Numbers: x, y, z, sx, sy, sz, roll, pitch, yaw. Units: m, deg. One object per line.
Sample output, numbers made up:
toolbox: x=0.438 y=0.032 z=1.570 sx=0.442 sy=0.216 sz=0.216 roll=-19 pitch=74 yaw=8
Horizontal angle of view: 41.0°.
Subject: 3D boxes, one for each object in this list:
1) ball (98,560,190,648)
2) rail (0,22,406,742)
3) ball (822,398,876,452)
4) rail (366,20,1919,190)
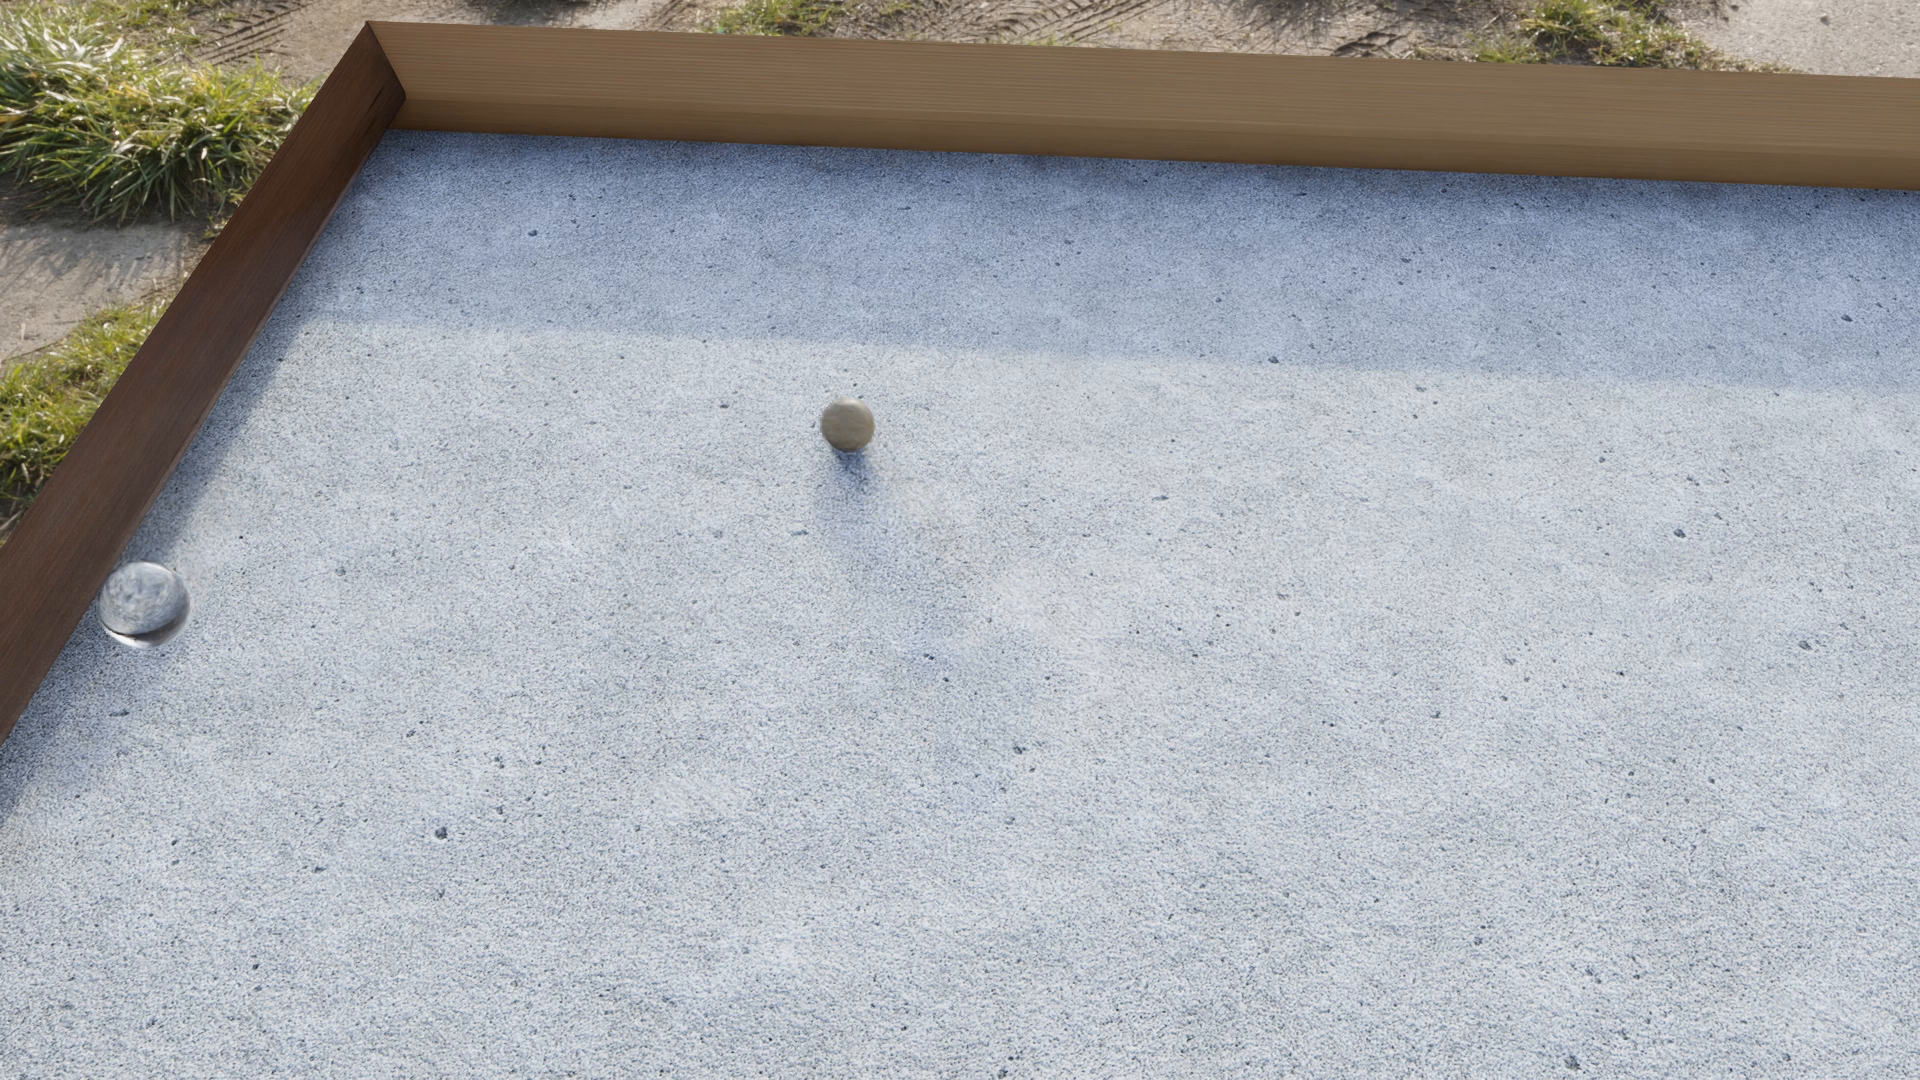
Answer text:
ball: x=-0.602 y=0.047 z=1.894 sx=0.066 sy=0.066 sz=0.066 roll=0 pitch=35 yaw=0
rail: x=-0.635 y=-0.059 z=2.001 sx=0.045 sy=0.117 sz=1.450 roll=3 pitch=35 yaw=4
ball: x=-0.092 y=-0.094 z=2.118 sx=0.044 sy=0.044 sz=0.044 roll=0 pitch=35 yaw=0
rail: x=0.722 y=-0.390 z=2.479 sx=2.647 sy=0.117 sz=0.045 roll=3 pitch=35 yaw=4
